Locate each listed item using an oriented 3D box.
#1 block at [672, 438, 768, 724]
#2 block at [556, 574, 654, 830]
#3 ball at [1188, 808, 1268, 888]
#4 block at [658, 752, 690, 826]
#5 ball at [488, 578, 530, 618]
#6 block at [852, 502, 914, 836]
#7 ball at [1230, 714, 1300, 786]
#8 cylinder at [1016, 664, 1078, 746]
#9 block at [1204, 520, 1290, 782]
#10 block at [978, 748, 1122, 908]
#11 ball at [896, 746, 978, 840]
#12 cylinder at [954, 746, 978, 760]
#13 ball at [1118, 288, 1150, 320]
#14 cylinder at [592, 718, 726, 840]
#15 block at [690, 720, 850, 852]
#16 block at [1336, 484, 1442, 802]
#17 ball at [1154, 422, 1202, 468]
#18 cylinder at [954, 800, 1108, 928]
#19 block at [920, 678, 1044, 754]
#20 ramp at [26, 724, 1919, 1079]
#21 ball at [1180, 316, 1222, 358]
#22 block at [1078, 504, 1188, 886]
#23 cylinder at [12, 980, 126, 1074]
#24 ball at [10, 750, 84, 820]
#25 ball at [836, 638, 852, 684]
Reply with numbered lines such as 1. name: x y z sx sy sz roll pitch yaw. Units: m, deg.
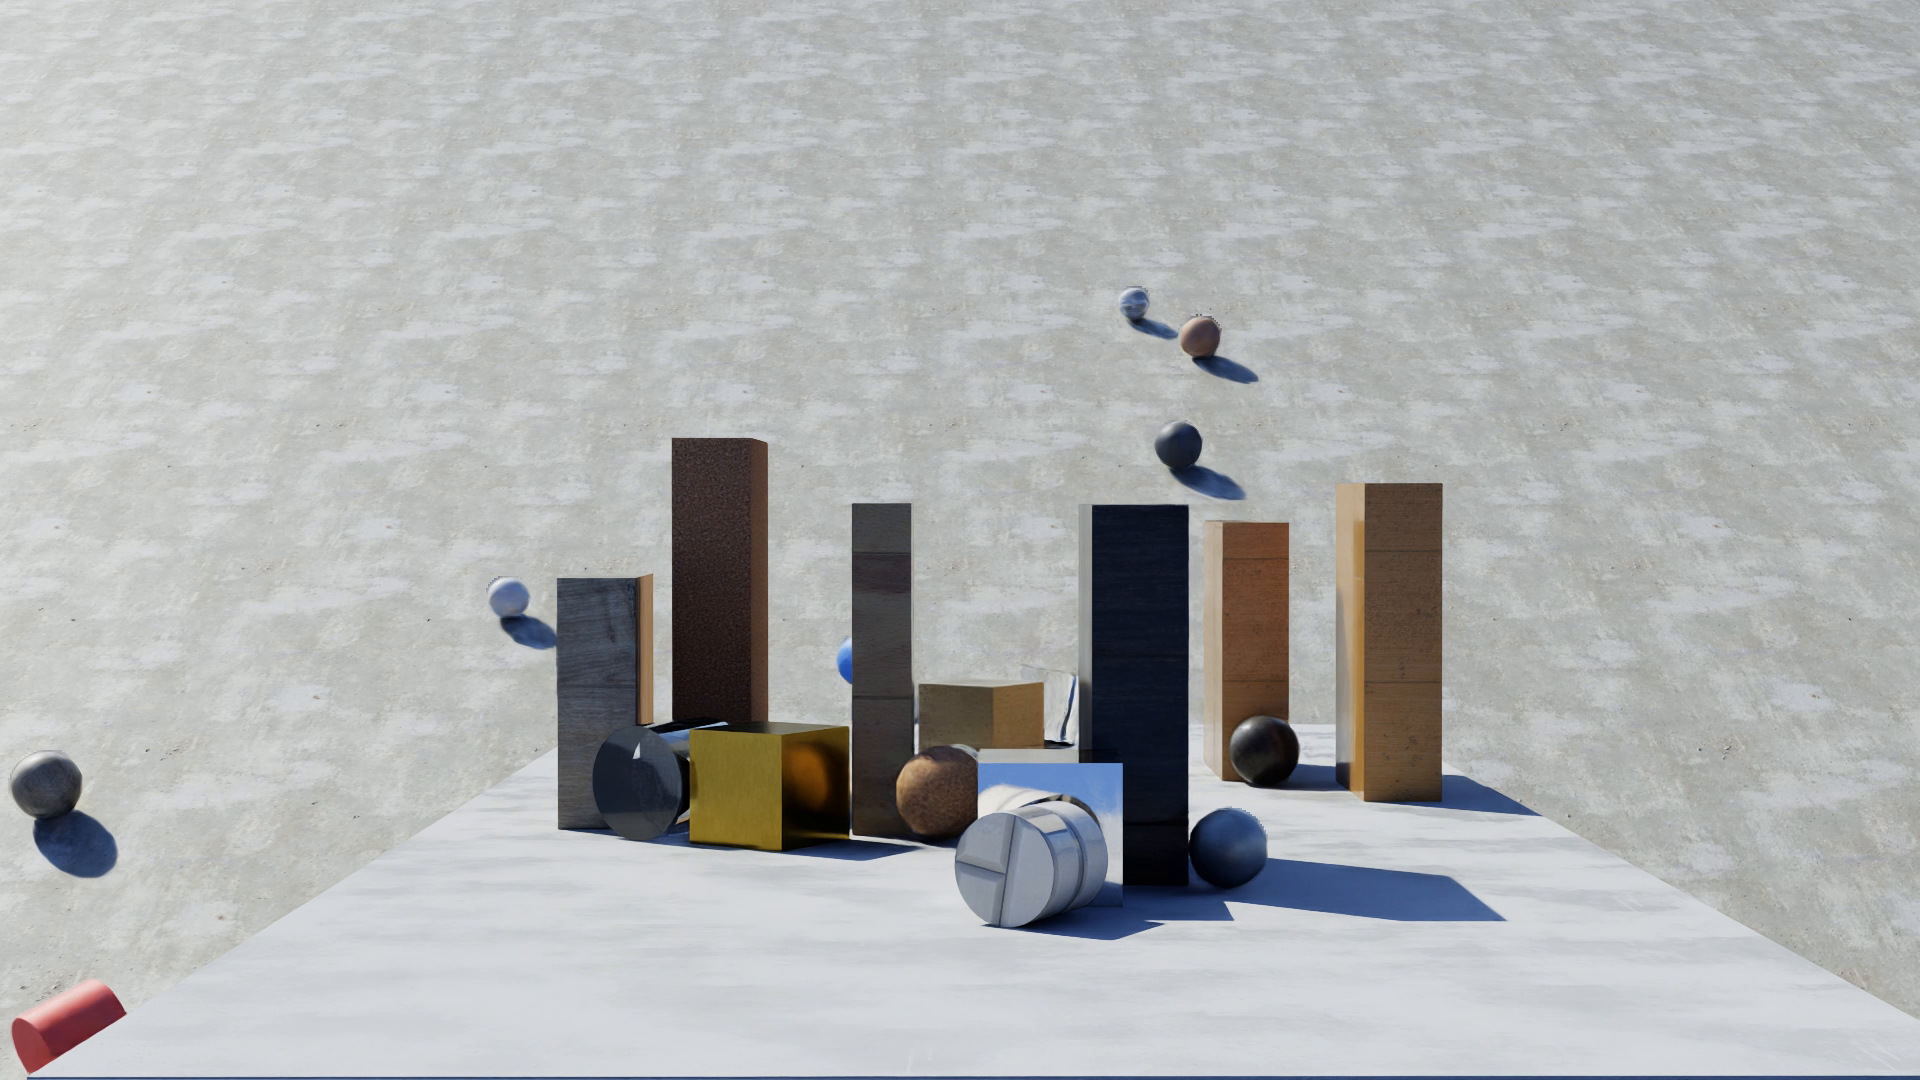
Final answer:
1. block: -0.461 0.152 5.010 0.147 0.692 0.440 0 1 0
2. block: -0.636 0.284 4.648 0.137 0.440 0.267 0 1 0
3. ball: 0.398 0.459 3.842 0.117 0.117 0.117 0 27 0
4. block: -0.455 0.444 4.618 0.121 0.121 0.121 1 1 33
5. ball: -1.269 0.163 7.258 0.117 0.117 0.117 0 27 0
6. block: -0.135 0.220 4.595 0.102 0.571 0.319 0 1 0
7. ball: 0.615 0.424 5.212 0.142 0.142 0.142 0 27 0
8. cylinder: 0.202 0.386 6.049 0.164 0.164 0.164 10 0 0
9. block: 0.604 0.225 5.479 0.136 0.529 0.398 0 1 0
10. block: 0.130 0.416 3.760 0.205 0.205 0.205 0 1 1
11. ball: -0.030 0.429 4.380 0.159 0.159 0.159 0 27 0
12. cylinder: -0.012 0.439 4.665 0.129 0.129 0.129 4 -1 8
13. ball: 0.620 -0.843 9.214 0.115 0.115 0.115 0 27 0
14. cylinder: -0.494 0.410 4.450 0.196 0.196 0.196 18 11 31
15. block: -0.321 0.413 4.361 0.192 0.192 0.192 1 1 33
16. block: 0.844 0.192 5.102 0.149 0.608 0.368 0 1 0
17. ball: 0.687 -0.299 8.120 0.149 0.149 0.149 0 27 0
18. cylinder: 0.099 0.444 3.552 0.156 0.156 0.156 17 9 30
19. block: 0.046 0.396 5.457 0.189 0.189 0.189 1 1 35
20. ramp: 0.062 0.555 4.592 2.000 0.100 4.000 0 1 0
21. ball: 0.829 -0.698 8.904 0.142 0.142 0.142 0 27 0
22. block: 0.269 0.229 4.070 0.145 0.570 0.425 0 1 0
23. cylinder: -1.879 1.051 5.469 0.177 0.177 0.177 22 34 36
24. ball: -2.245 0.603 6.349 0.168 0.168 0.168 0 27 0
25. ball: -0.259 0.323 6.921 0.141 0.141 0.141 0 27 0
